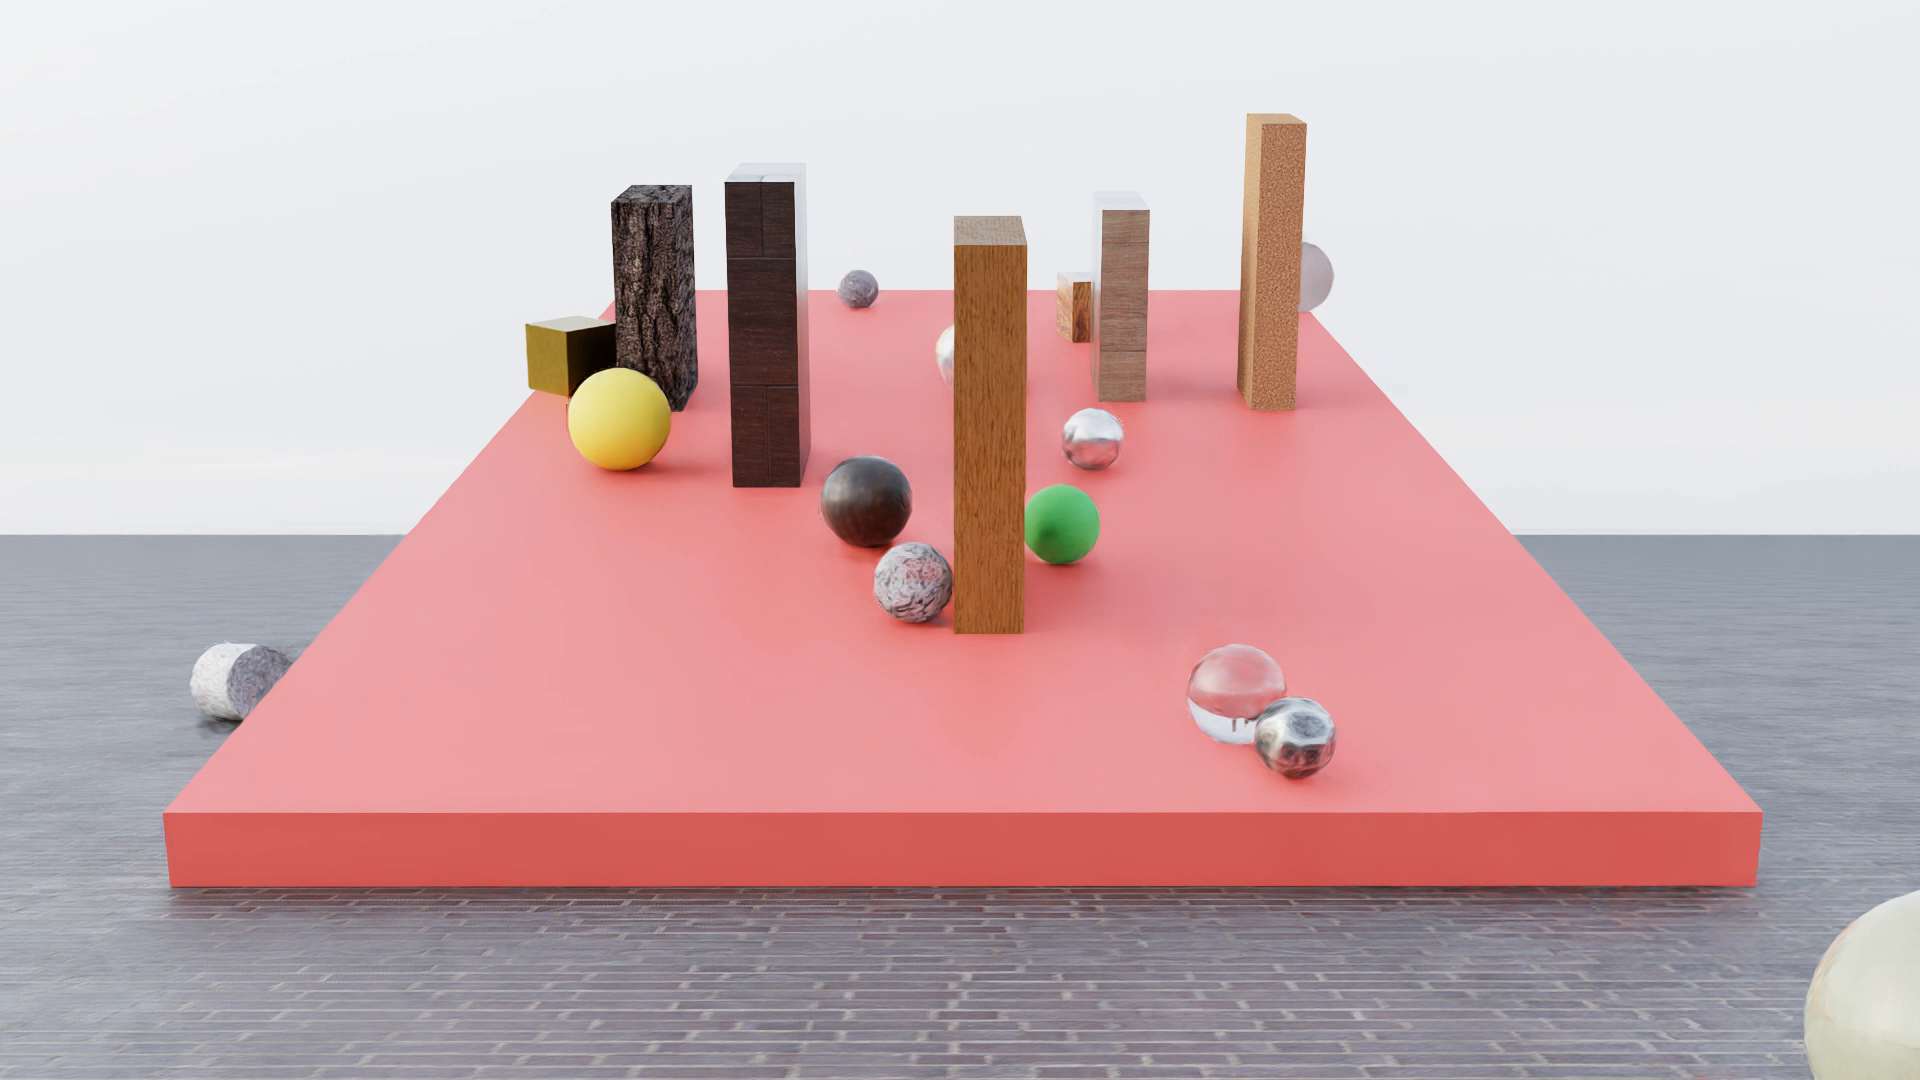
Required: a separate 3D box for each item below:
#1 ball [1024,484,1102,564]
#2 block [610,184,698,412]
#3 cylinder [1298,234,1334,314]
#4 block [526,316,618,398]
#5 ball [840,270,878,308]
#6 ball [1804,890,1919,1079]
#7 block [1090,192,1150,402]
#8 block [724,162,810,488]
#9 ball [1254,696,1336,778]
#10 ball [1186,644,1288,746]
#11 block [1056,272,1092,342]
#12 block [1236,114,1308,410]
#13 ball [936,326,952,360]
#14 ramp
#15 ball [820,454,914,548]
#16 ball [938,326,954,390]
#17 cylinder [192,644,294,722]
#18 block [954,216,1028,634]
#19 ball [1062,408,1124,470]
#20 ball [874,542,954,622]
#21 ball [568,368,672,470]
[{"bbox_3d":[0.174,-0.027,3.799,0.138,0.138,0.138,0,0,0],"label":"ball"},{"bbox_3d":[-0.699,-0.561,5.071,0.141,0.471,0.337,0,16,0],"label":"block"},{"bbox_3d":[0.954,-0.765,6.289,0.204,0.204,0.204,0,16,4],"label":"cylinder"},{"bbox_3d":[-0.913,-0.435,5.206,0.155,0.155,0.155,14,21,40],"label":"block"},{"bbox_3d":[-0.287,-0.714,6.271,0.112,0.112,0.112,0,0,0],"label":"ball"},{"bbox_3d":[0.690,0.342,1.518,0.203,0.203,0.203,0,0,0],"label":"ball"},{"bbox_3d":[0.374,-0.579,5.191,0.108,0.442,0.346,0,16,0],"label":"block"},{"bbox_3d":[-0.379,-0.435,4.399,0.132,0.595,0.336,0,16,0],"label":"block"},{"bbox_3d":[0.435,0.256,2.859,0.106,0.106,0.106,0,0,0],"label":"ball"},{"bbox_3d":[0.373,0.208,2.971,0.137,0.137,0.137,0,0,0],"label":"ball"},{"bbox_3d":[0.356,-0.621,5.854,0.161,0.161,0.161,-3,16,-12],"label":"block"},{"bbox_3d":[0.710,-0.639,5.038,0.099,0.641,0.263,0,16,0],"label":"block"},{"bbox_3d":[0.003,-0.458,5.343,0.127,0.127,0.127,0,0,0],"label":"ball"},{"bbox_3d":[-0.002,-0.156,4.692,2.000,0.100,4.000,0,16,0],"label":"ramp"},{"bbox_3d":[-0.165,-0.069,3.898,0.164,0.164,0.164,0,0,0],"label":"ball"},{"bbox_3d":[0.045,-0.418,5.084,0.190,0.190,0.190,0,0,0],"label":"ball"},{"bbox_3d":[-1.676,0.334,5.165,0.179,0.179,0.179,0,0,-45],"label":"cylinder"},{"bbox_3d":[0.045,-0.191,3.517,0.110,0.608,0.336,0,16,0],"label":"block"},{"bbox_3d":[0.268,-0.203,4.442,0.126,0.126,0.126,0,0,0],"label":"ball"},{"bbox_3d":[-0.073,0.067,3.487,0.127,0.127,0.127,0,0,0],"label":"ball"},{"bbox_3d":[-0.685,-0.243,4.434,0.206,0.206,0.206,0,0,0],"label":"ball"}]
